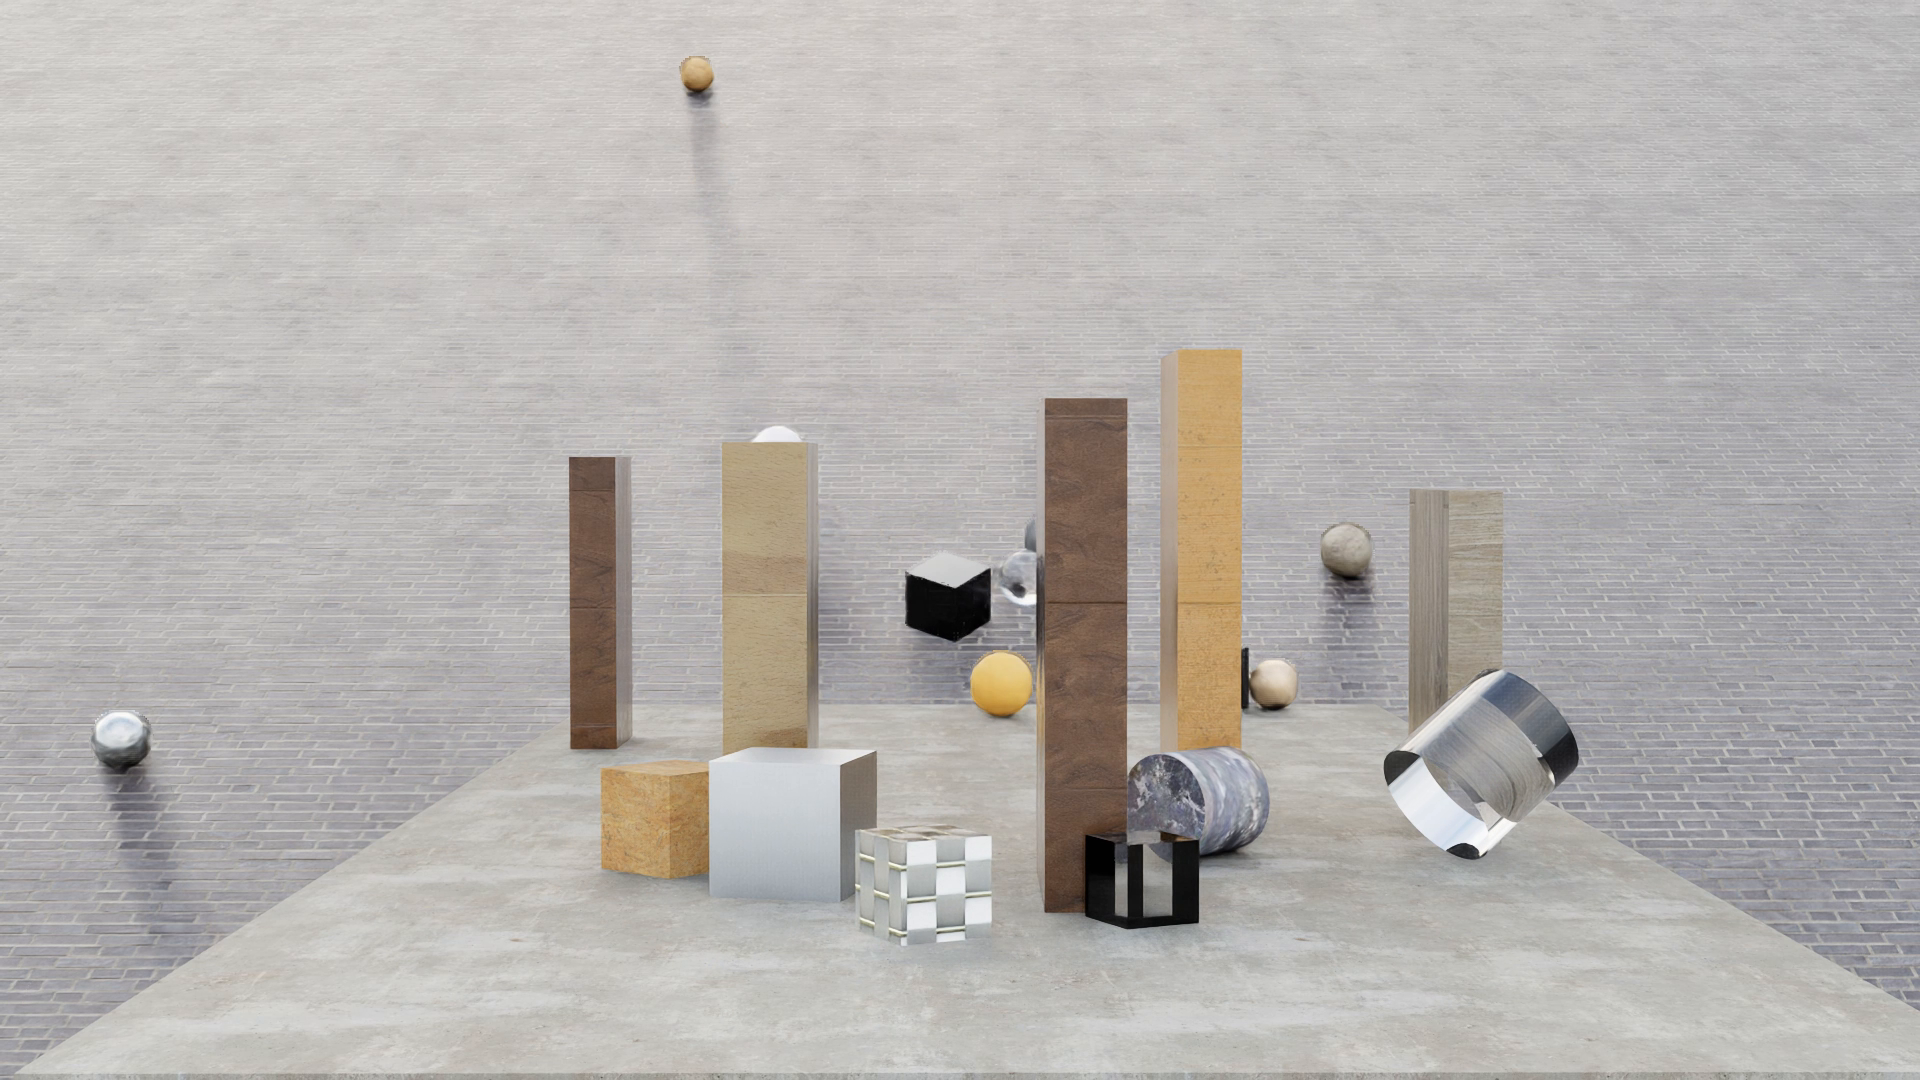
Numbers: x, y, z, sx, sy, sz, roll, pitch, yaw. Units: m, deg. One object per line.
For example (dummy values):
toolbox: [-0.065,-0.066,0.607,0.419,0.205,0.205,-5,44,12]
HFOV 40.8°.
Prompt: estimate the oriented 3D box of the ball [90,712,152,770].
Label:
ball: [-2.092,0.500,6.433,0.144,0.144,0.144,0,25,0]

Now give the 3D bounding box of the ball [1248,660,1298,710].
ball: [0.779,0.360,6.405,0.124,0.124,0.124,0,25,0]

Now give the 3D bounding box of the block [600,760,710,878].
block: [-0.432,0.417,3.878,0.151,0.151,0.151,1,2,41]

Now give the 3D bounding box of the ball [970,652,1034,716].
ball: [0.100,0.350,6.243,0.154,0.154,0.154,0,25,0]

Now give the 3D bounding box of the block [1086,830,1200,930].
block: [0.242,0.450,3.428,0.110,0.110,0.110,-1,2,-27]

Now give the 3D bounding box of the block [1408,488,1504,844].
block: [0.819,0.199,4.279,0.086,0.564,0.357,0,2,0]

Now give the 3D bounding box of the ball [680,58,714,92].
ball: [-1.227,-2.171,12.039,0.157,0.157,0.157,0,25,0]

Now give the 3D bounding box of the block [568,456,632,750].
block: [-0.784,0.131,5.640,0.099,0.625,0.269,0,2,0]

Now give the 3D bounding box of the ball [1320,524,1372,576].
ball: [1.110,0.031,7.412,0.150,0.150,0.150,0,25,0]

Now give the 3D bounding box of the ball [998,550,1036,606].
ball: [0.183,0.106,7.136,0.154,0.154,0.154,0,25,0]

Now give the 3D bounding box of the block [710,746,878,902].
block: [-0.236,0.403,3.680,0.191,0.191,0.191,0,2,14]

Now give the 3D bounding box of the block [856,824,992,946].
block: [-0.048,0.443,3.329,0.130,0.130,0.130,-1,2,-28]

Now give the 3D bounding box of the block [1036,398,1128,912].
block: [0.170,0.151,3.654,0.111,0.694,0.362,0,2,0]

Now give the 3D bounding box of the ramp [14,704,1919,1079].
ramp: [0.058,0.524,4.562,2.000,0.100,4.000,0,2,0]

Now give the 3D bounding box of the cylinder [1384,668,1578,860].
cylinder: [0.801,0.344,3.967,0.210,0.210,0.210,-38,40,-22]

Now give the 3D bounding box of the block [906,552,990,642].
block: [-0.031,0.156,7.131,0.166,0.166,0.166,17,31,32]

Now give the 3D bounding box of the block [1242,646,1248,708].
block: [0.618,0.344,6.431,0.153,0.153,0.153,1,2,30]

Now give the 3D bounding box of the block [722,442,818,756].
block: [-0.296,0.167,4.072,0.128,0.640,0.327,0,2,0]

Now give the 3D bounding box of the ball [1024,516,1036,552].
ball: [0.261,-0.006,7.487,0.152,0.152,0.152,0,25,0]

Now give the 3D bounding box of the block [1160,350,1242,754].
block: [0.397,0.087,4.282,0.102,0.789,0.350,0,2,0]

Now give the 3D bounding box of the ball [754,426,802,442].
ball: [-0.568,-0.270,8.027,0.167,0.167,0.167,0,25,0]

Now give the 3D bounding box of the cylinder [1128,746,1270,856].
cylinder: [0.366,0.407,3.999,0.164,0.164,0.164,24,17,40]
